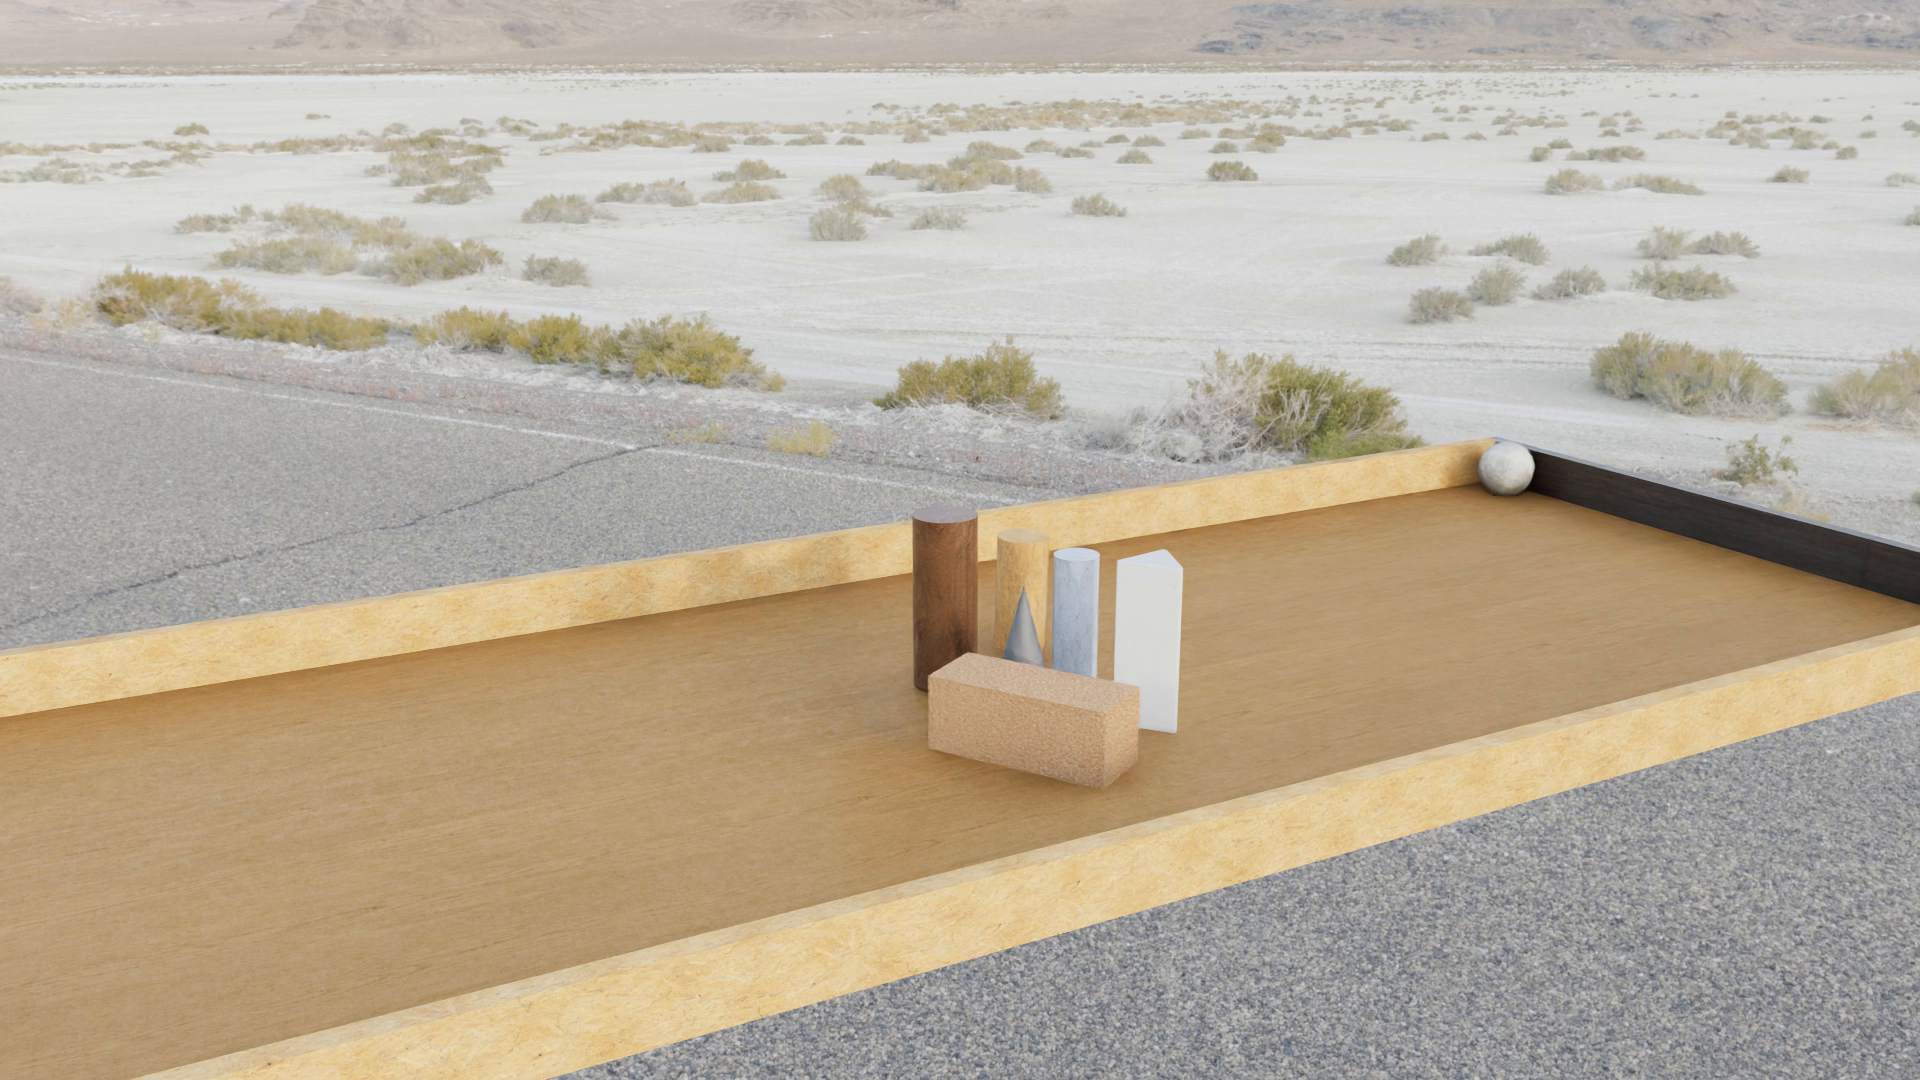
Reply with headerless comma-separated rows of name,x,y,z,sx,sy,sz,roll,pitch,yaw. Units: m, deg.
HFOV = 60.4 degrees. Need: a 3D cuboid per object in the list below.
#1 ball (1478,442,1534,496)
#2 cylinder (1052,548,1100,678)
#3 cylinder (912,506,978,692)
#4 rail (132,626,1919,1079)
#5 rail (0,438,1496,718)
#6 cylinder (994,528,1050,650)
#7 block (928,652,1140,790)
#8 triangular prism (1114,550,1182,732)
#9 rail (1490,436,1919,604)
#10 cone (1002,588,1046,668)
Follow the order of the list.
ball,1.950,-0.257,5.887,0.192,0.192,0.192,0,16,0
cylinder,0.287,0.195,4.099,0.113,0.334,0.113,0,16,0
cylinder,-0.036,0.148,4.074,0.161,0.439,0.161,0,16,0
rail,-2.336,1.006,1.665,12.000,0.150,0.050,-9,18,-27
rail,-3.305,0.497,3.399,12.000,0.150,0.050,-9,18,-27
cylinder,0.162,0.133,4.357,0.136,0.302,0.136,1,17,0
block,0.163,0.398,3.686,0.438,0.177,0.177,9,19,29
triangular prism,0.455,0.231,3.861,0.153,0.400,0.132,7,18,21
rail,2.466,-0.048,5.253,0.050,0.150,2.100,-9,18,-27
cone,0.148,0.262,3.875,0.176,0.331,0.176,0,16,0
